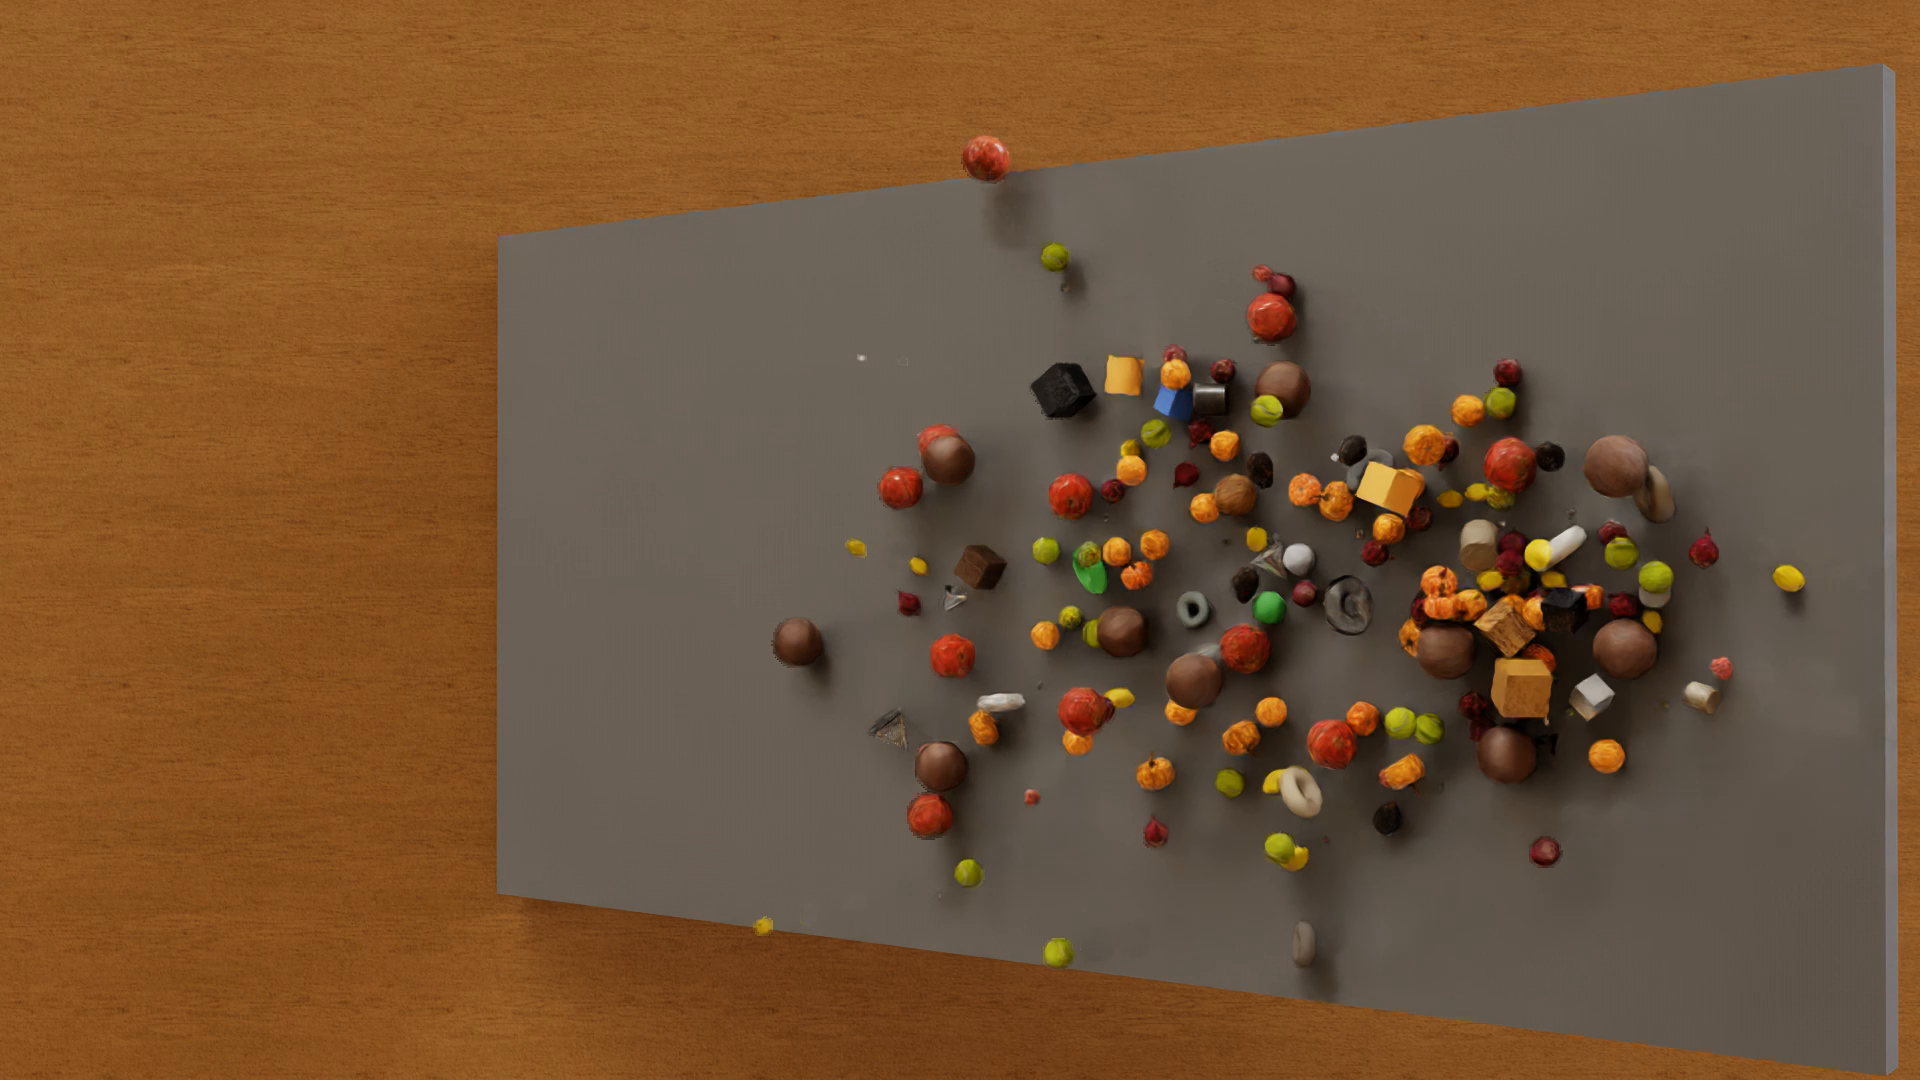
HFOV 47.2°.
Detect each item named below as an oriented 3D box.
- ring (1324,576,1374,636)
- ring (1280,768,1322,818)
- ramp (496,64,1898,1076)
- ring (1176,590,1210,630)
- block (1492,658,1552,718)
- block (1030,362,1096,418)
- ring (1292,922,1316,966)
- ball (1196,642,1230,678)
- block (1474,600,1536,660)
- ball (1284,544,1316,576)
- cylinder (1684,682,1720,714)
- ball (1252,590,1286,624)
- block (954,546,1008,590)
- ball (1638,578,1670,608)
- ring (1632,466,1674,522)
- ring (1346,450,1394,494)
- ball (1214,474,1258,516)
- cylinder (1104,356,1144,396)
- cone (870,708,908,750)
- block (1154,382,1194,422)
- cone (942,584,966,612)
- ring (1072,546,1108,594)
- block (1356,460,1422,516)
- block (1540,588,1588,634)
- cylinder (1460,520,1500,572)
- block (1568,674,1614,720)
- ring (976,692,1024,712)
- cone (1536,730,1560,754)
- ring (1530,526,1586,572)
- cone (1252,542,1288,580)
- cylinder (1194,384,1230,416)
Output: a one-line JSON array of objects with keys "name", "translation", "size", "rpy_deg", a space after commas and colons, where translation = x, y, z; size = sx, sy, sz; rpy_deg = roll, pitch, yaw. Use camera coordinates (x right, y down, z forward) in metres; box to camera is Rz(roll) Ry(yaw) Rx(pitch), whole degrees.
[{"name": "ring", "translation": [0.876, 0.148, 4.954], "size": [0.137, 0.046, 0.137], "rpy_deg": [6, 80, -34]}, {"name": "ring", "translation": [0.765, 0.566, 4.937], "size": [0.041, 0.122, 0.122], "rpy_deg": [-37, 90, 36]}, {"name": "ramp", "translation": [0.238, 0.066, 5.559], "size": [4.000, 0.100, 2.000], "rpy_deg": [0, 89, 36]}, {"name": "ring", "translation": [0.557, 0.167, 5.245], "size": [0.092, 0.031, 0.092], "rpy_deg": [1, 92, 37]}, {"name": "block", "translation": [1.186, 0.311, 4.646], "size": [0.095, 0.095, 0.095], "rpy_deg": [1, 109, -2]}, {"name": "block", "translation": [0.255, -0.369, 5.425], "size": [0.096, 0.096, 0.096], "rpy_deg": [-40, 67, 33]}, {"name": "ring", "translation": [0.788, 0.926, 5.038], "size": [0.035, 0.104, 0.104], "rpy_deg": [5, 90, -6]}, {"name": "ball", "translation": [0.597, 0.283, 5.183], "size": [0.082, 0.082, 0.082], "rpy_deg": [0, 90, 0]}, {"name": "block", "translation": [1.161, 0.190, 4.686], "size": [0.080, 0.080, 0.080], "rpy_deg": [-42, 103, 1]}, {"name": "ball", "translation": [0.780, 0.044, 5.058], "size": [0.073, 0.073, 0.073], "rpy_deg": [0, 90, 0]}, {"name": "cylinder", "translation": [1.526, 0.323, 4.520], "size": [0.052, 0.052, 0.052], "rpy_deg": [-17, 118, -36]}, {"name": "ball", "translation": [0.716, 0.157, 5.100], "size": [0.078, 0.078, 0.078], "rpy_deg": [0, 90, 0]}, {"name": "block", "translation": [0.051, 0.070, 5.583], "size": [0.081, 0.081, 0.081], "rpy_deg": [38, 111, 30]}, {"name": "ball", "translation": [1.446, 0.111, 4.578], "size": [0.065, 0.065, 0.065], "rpy_deg": [0, 90, 0]}, {"name": "ring", "translation": [1.436, -0.095, 4.560], "size": [0.043, 0.130, 0.130], "rpy_deg": [-24, 90, 4]}, {"name": "ring", "translation": [0.923, -0.151, 4.945], "size": [0.123, 0.123, 0.041], "rpy_deg": [-48, 121, 0]}, {"name": "ball", "translation": [0.644, -0.104, 5.141], "size": [0.100, 0.100, 0.100], "rpy_deg": [0, 90, 0]}, {"name": "cylinder", "translation": [0.396, -0.394, 5.288], "size": [0.087, 0.087, 0.087], "rpy_deg": [6, 94, 0]}, {"name": "cone", "translation": [-0.166, 0.509, 5.745], "size": [0.100, 0.100, 0.100], "rpy_deg": [-36, 98, 0]}, {"name": "block", "translation": [0.515, -0.330, 5.245], "size": [0.066, 0.066, 0.066], "rpy_deg": [12, 106, -32]}, {"name": "cone", "translation": [-0.028, 0.161, 5.635], "size": [0.066, 0.066, 0.066], "rpy_deg": [33, 107, 0]}, {"name": "ring", "translation": [0.318, 0.073, 5.377], "size": [0.043, 0.128, 0.128], "rpy_deg": [-26, 90, -16]}, {"name": "block", "translation": [0.936, -0.112, 4.806], "size": [0.085, 0.085, 0.085], "rpy_deg": [19, 95, -37]}, {"name": "block", "translation": [1.269, 0.149, 4.613], "size": [0.066, 0.066, 0.066], "rpy_deg": [-35, 122, -33]}, {"name": "cylinder", "translation": [1.127, 0.012, 4.767], "size": [0.081, 0.081, 0.081], "rpy_deg": [8, 130, 10]}, {"name": "block", "translation": [1.330, 0.331, 4.632], "size": [0.059, 0.059, 0.059], "rpy_deg": [-28, 58, -21]}, {"name": "ring", "translation": [0.101, 0.407, 5.507], "size": [0.121, 0.121, 0.040], "rpy_deg": [-6, 88, 0]}, {"name": "cone", "translation": [1.269, 0.423, 4.708], "size": [0.051, 0.051, 0.051], "rpy_deg": [42, 77, 0]}, {"name": "ring", "translation": [1.270, 0.019, 4.669], "size": [0.134, 0.134, 0.045], "rpy_deg": [-35, 79, 0]}, {"name": "cone", "translation": [0.737, 0.062, 5.111], "size": [0.084, 0.084, 0.084], "rpy_deg": [-38, 96, 0]}, {"name": "cylinder", "translation": [0.593, -0.330, 5.182], "size": [0.075, 0.075, 0.075], "rpy_deg": [-1, 90, 15]}]
